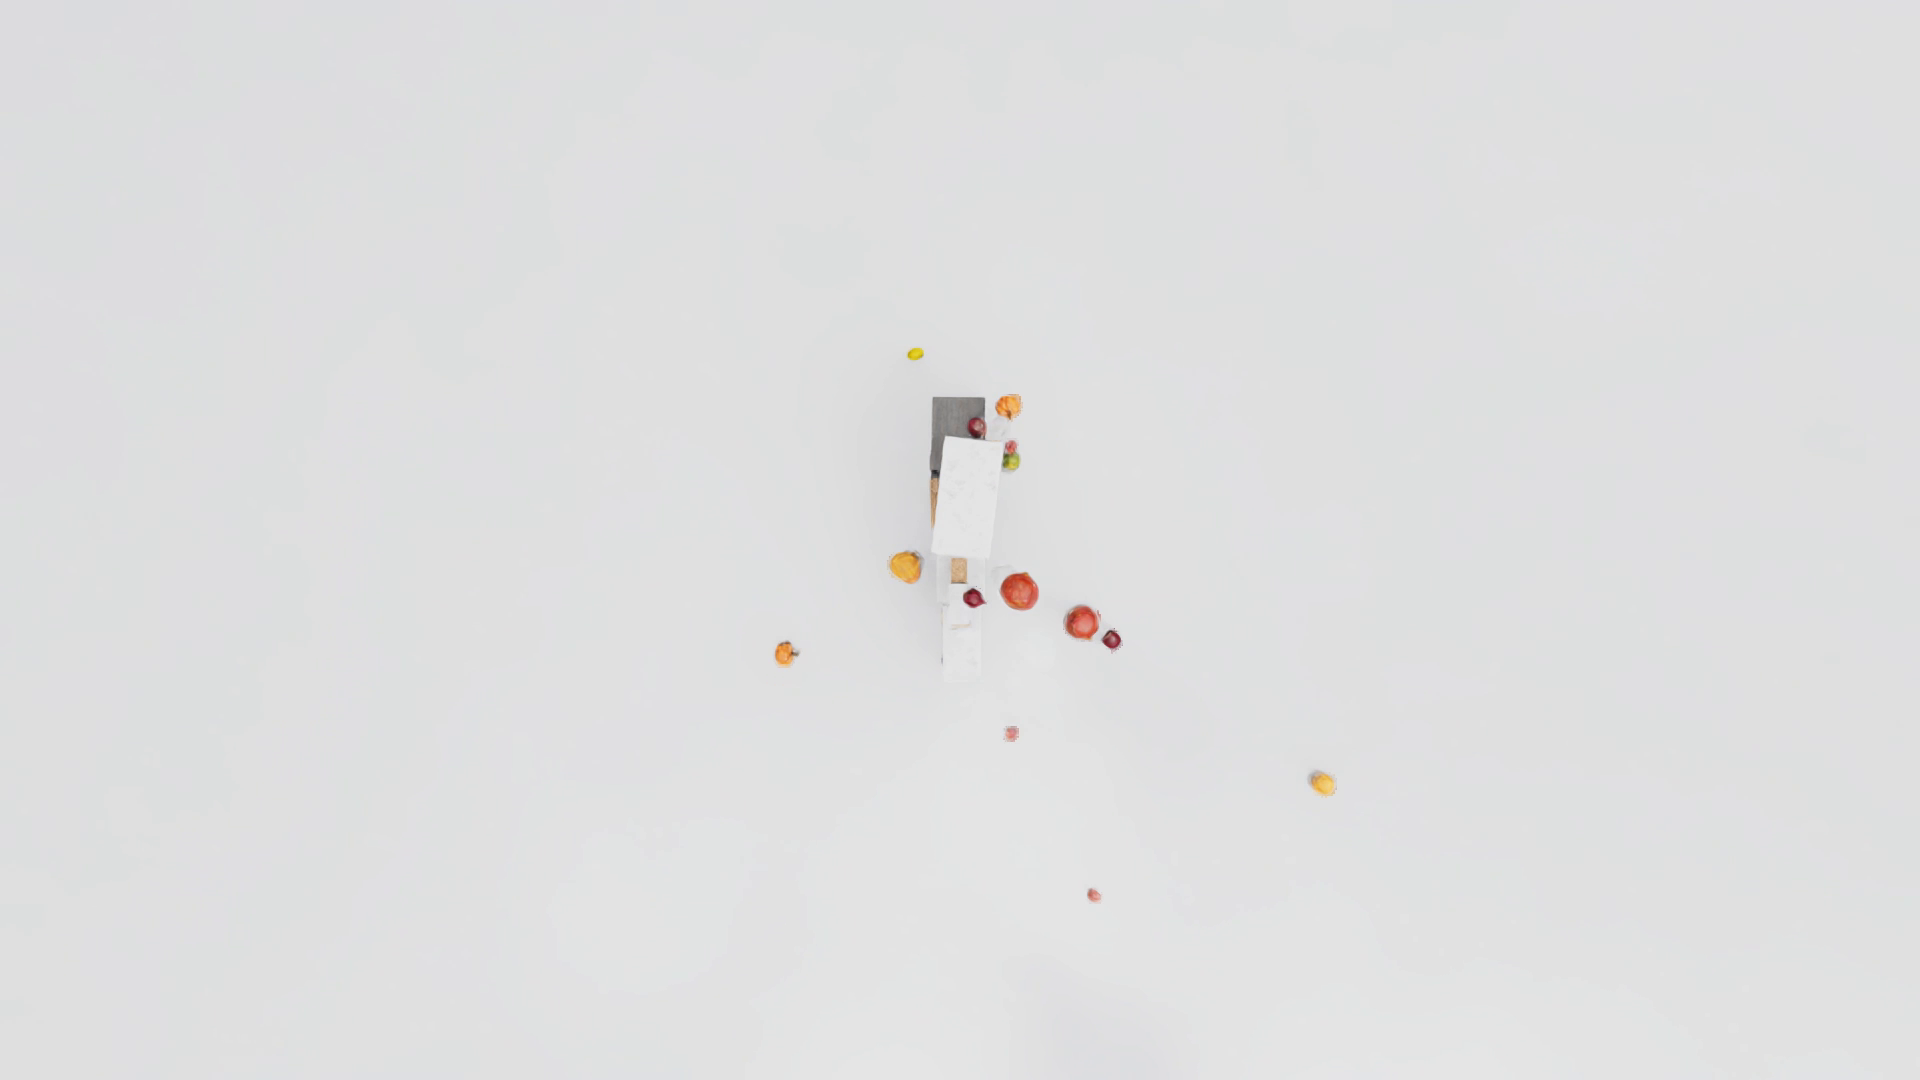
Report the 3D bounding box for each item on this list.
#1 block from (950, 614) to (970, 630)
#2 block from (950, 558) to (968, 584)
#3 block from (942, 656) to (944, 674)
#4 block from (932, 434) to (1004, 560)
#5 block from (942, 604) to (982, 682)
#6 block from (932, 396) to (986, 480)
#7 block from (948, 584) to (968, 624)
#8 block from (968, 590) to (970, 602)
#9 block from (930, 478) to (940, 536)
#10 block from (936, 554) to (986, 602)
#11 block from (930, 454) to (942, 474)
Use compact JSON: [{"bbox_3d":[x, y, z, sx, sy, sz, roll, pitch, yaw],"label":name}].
[{"bbox_3d":[0.001,0.253,5.124,0.061,0.188,0.017,-1,78,2],"label":"block"},{"bbox_3d":[-0.003,0.105,5.047,0.050,0.014,0.099,0,90,0],"label":"block"},{"bbox_3d":[0.003,0.407,5.377,0.122,0.245,0.035,0,92,0],"label":"block"},{"bbox_3d":[0.021,-0.124,4.770,0.170,0.048,0.340,7,99,-1],"label":"block"},{"bbox_3d":[0.007,0.329,5.237,0.122,0.035,0.245,-1,90,0],"label":"block"},{"bbox_3d":[-0.005,-0.279,5.146,0.165,0.047,0.330,0,90,0],"label":"block"},{"bbox_3d":[-0.004,0.192,5.022,0.061,0.017,0.122,0,90,2],"label":"block"},{"bbox_3d":[-0.002,0.172,5.091,0.061,0.122,0.017,0,80,2],"label":"block"},{"bbox_3d":[-0.001,-0.082,4.975,0.170,0.371,0.048,-1,66,0],"label":"block"},{"bbox_3d":[0.003,0.043,5.175,0.152,0.043,0.303,0,90,0],"label":"block"},{"bbox_3d":[-0.002,-0.227,4.953,0.170,0.340,0.048,1,90,0],"label":"block"}]
